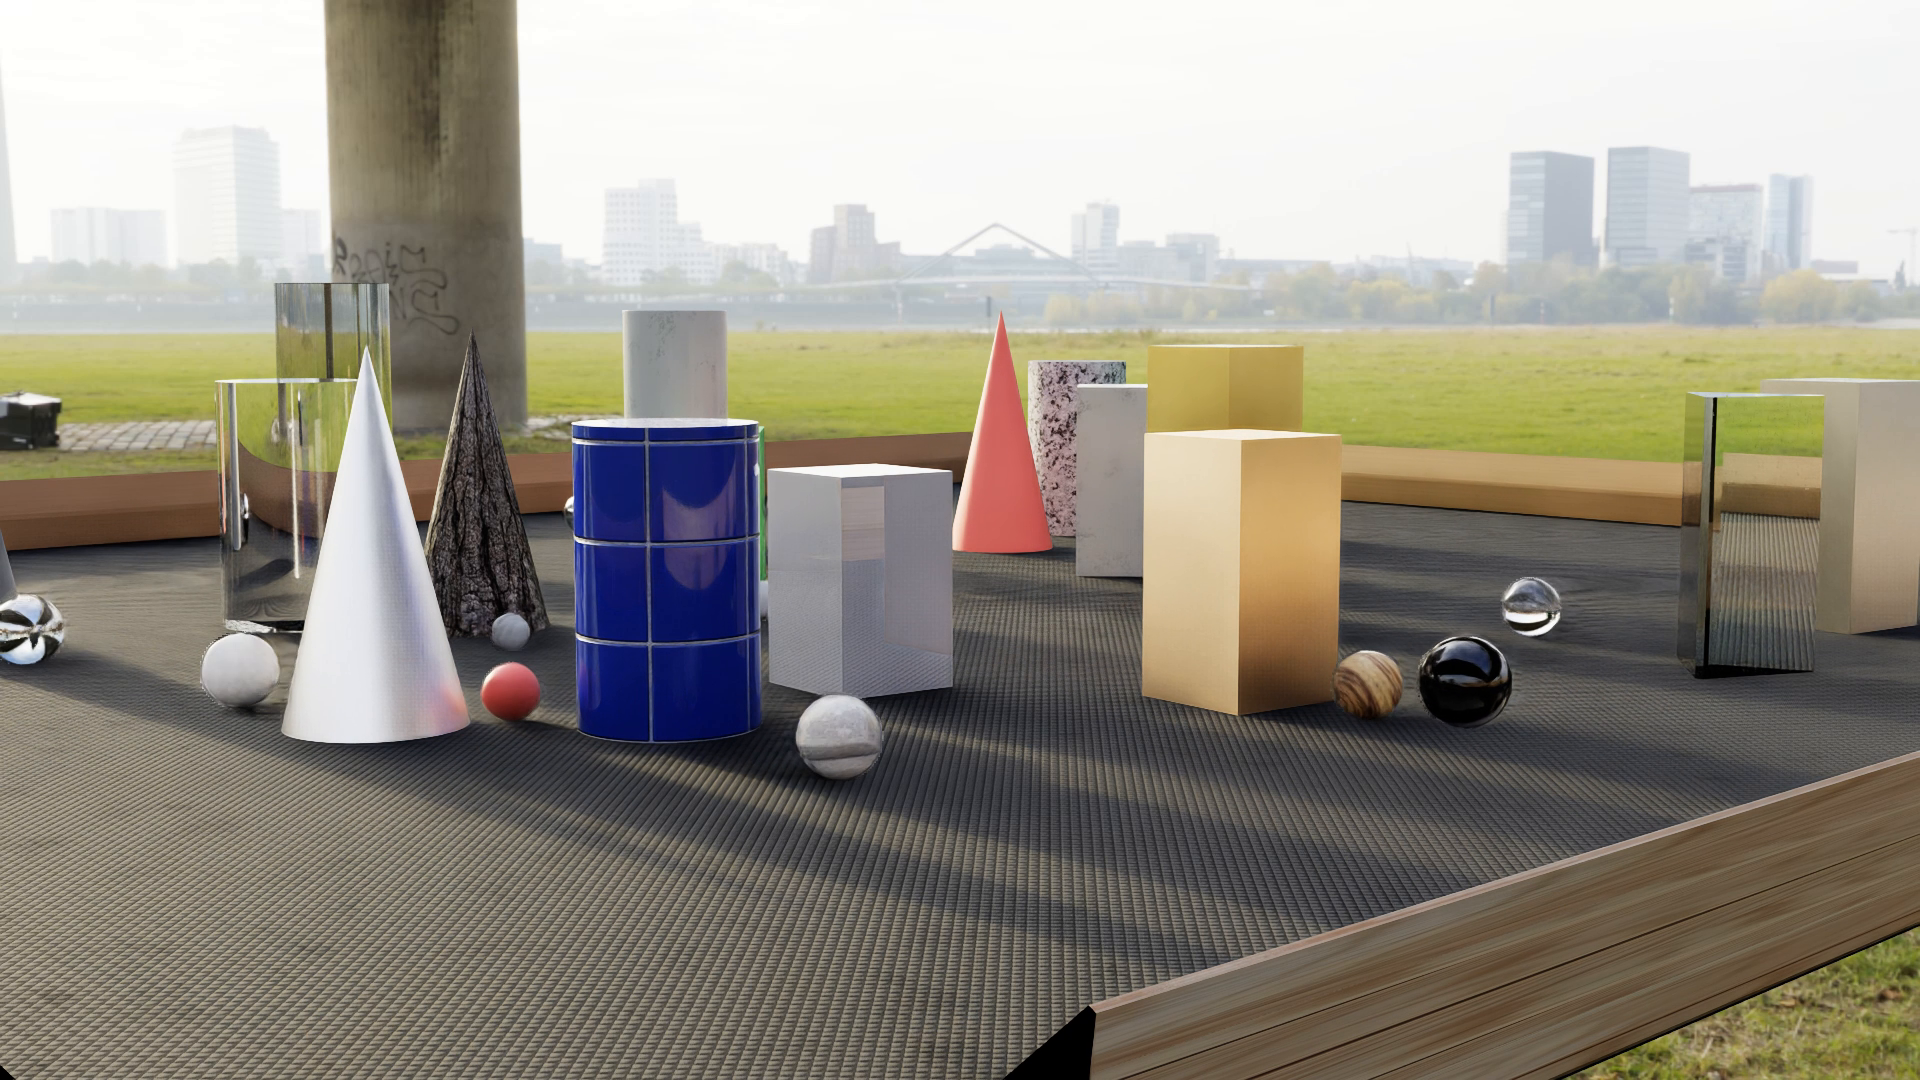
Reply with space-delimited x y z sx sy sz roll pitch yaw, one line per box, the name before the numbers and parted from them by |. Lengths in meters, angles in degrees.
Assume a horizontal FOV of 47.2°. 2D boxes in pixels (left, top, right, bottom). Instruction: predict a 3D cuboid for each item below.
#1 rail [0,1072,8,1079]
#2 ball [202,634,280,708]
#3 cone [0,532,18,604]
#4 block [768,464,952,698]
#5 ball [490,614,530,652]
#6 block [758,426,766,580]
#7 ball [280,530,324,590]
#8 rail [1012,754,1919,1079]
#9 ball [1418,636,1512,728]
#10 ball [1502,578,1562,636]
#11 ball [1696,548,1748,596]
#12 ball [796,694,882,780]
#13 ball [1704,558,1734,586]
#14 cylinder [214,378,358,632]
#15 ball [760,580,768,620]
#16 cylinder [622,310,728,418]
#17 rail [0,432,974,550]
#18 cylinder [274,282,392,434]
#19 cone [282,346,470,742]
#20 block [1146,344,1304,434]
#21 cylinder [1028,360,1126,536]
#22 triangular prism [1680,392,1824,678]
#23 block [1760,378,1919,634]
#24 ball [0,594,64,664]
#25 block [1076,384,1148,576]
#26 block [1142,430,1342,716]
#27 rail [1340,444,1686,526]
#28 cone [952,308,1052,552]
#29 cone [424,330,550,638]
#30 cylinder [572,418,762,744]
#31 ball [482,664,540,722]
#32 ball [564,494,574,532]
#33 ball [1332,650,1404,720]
rail | -1.401 0.168 2.046 0.045 0.128 3.521 -5 8 -42
ball | -0.809 0.147 2.473 0.083 0.083 0.083 0 6 0
cone | -1.393 -0.112 3.008 0.197 0.487 0.197 0 6 0
block | -0.119 0.045 2.614 0.158 0.256 0.158 -4 7 -37
ball | -0.589 0.121 2.881 0.050 0.050 0.050 0 6 0
block | -0.375 -0.033 3.307 0.158 0.267 0.158 0 6 -3
ball | -1.038 0.032 3.521 0.095 0.095 0.095 0 6 0
rail | 1.178 0.166 2.062 3.860 0.128 0.045 -5 8 -42
ball | 0.540 0.152 2.351 0.099 0.099 0.099 0 6 0
ball | 0.782 0.092 3.013 0.079 0.079 0.079 0 6 0
ball | 1.192 0.049 3.439 0.076 0.076 0.076 0 6 0
ball | -0.116 0.187 2.094 0.081 0.081 0.081 0 6 0
ball | 1.229 0.052 3.562 0.044 0.044 0.044 0 6 0
cylinder | -0.950 -0.054 3.126 0.197 0.346 0.197 0 6 0
ball | -0.287 0.087 3.168 0.057 0.057 0.057 0 6 0
cylinder | -0.540 -0.214 4.188 0.197 0.444 0.197 0 6 0
rail | -1.178 -0.099 4.601 3.860 0.128 0.045 -5 8 -42
cylinder | -1.117 -0.211 3.932 0.197 0.492 0.197 0 6 0
cone | -0.628 -0.004 2.347 0.197 0.409 0.197 0 6 0
block | 0.382 -0.083 3.182 0.158 0.393 0.158 -5 8 -41
cylinder | 0.235 -0.188 4.428 0.197 0.343 0.197 0 6 0
triangular prism | 0.952 -0.011 2.745 0.171 0.341 0.148 -2 6 -19
block | 1.247 -0.053 3.122 0.158 0.346 0.158 -4 7 -34
ball | -1.176 0.113 2.770 0.089 0.089 0.089 0 6 0
block | 0.279 -0.104 3.750 0.158 0.317 0.158 0 6 4
block | 0.322 0.031 2.519 0.158 0.304 0.158 -4 7 -37
rail | 1.401 -0.101 4.618 0.045 0.128 3.521 -5 8 -42
cone | 0.077 -0.209 4.124 0.197 0.448 0.197 0 6 0
cone | -0.679 -0.087 3.081 0.197 0.422 0.197 0 6 0
cylinder | -0.312 0.037 2.350 0.197 0.326 0.197 0 6 0
ball | -0.488 0.166 2.390 0.063 0.063 0.063 0 6 0
ball | -0.732 -0.053 4.332 0.093 0.093 0.093 0 6 0
ball | 0.444 0.158 2.398 0.076 0.076 0.076 0 6 0
